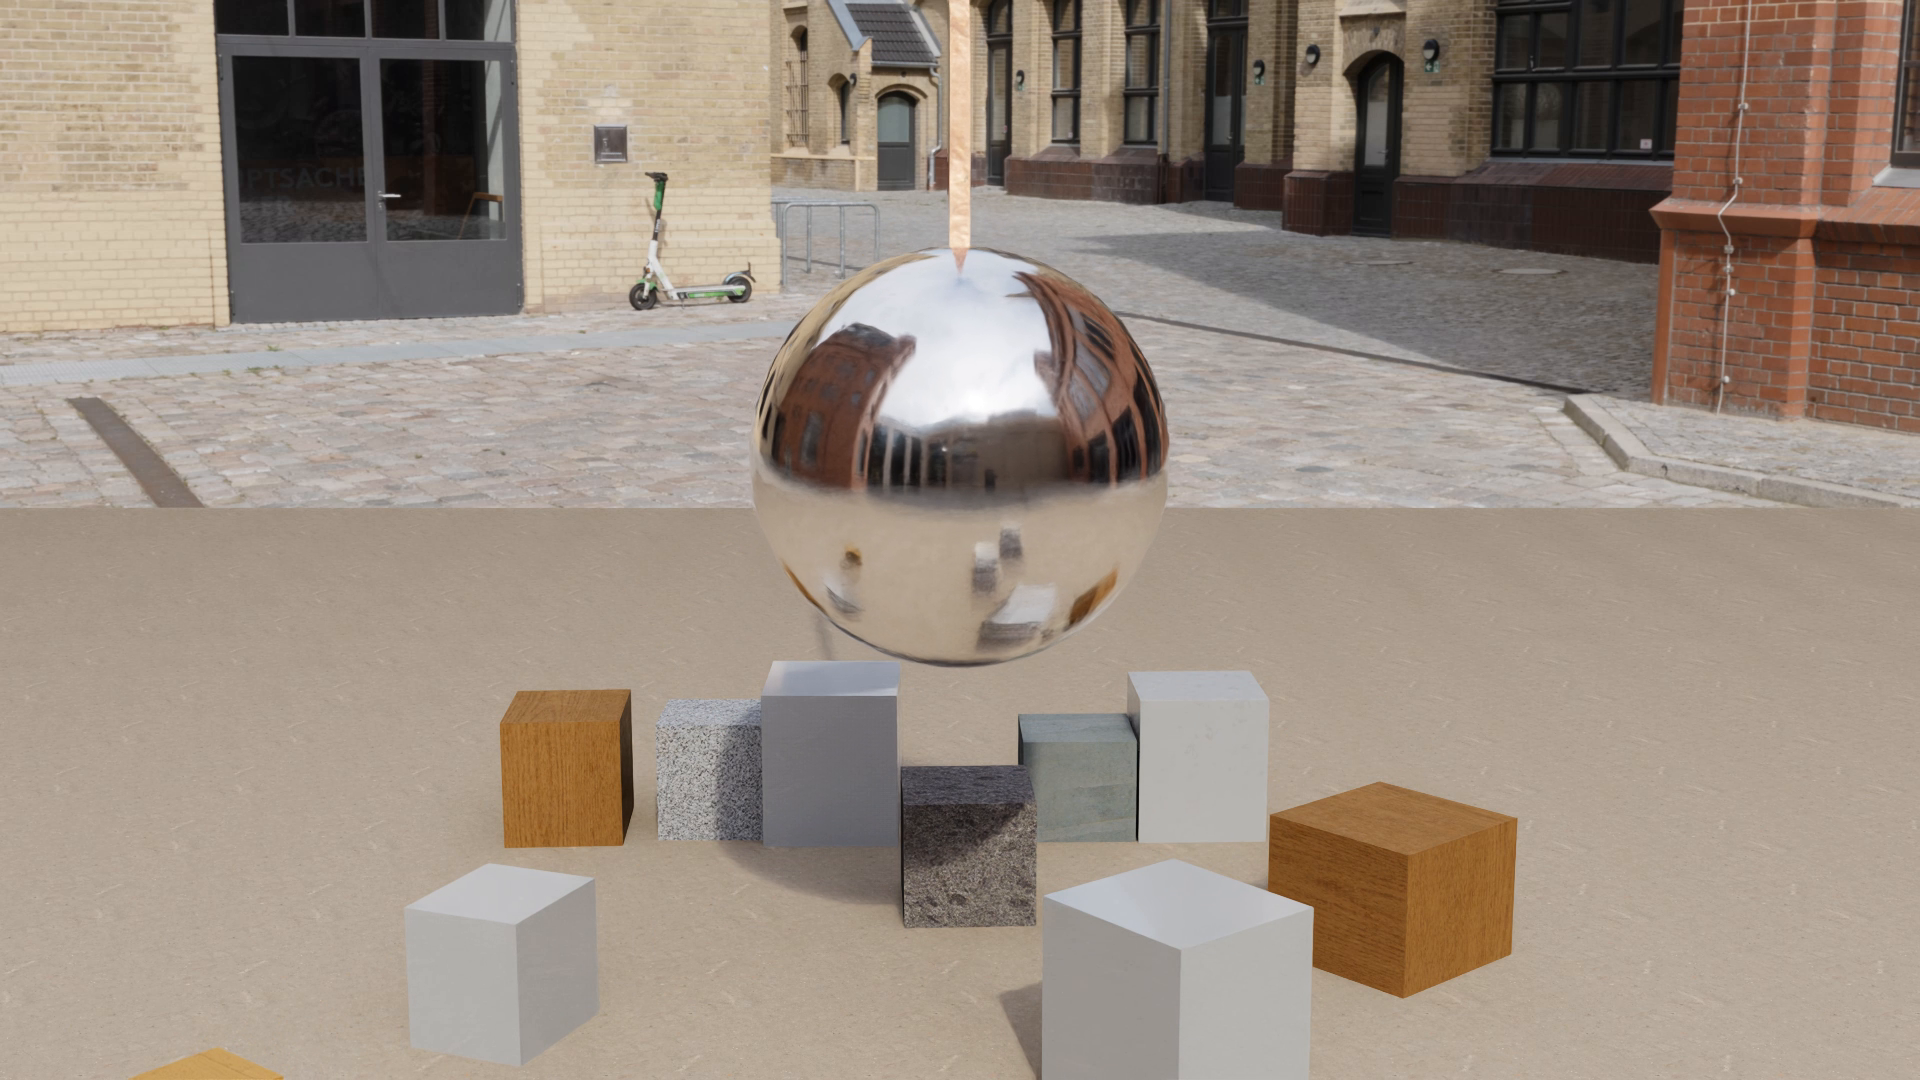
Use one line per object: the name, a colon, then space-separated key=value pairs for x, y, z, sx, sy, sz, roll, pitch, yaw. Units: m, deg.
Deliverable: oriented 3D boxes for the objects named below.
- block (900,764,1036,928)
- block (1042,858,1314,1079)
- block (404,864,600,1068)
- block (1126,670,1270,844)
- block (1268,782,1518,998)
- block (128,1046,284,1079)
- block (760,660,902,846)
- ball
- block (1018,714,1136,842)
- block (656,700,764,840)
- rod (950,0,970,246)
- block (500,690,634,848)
block: x=0.031 y=1.411 z=10.189 sx=0.597 sy=0.579 sz=0.614 roll=-1 pitch=10 yaw=-3
block: x=0.795 y=1.696 z=8.107 sx=0.677 sy=0.762 sz=0.716 roll=-8 pitch=13 yaw=-39
block: x=-1.812 y=1.676 z=8.741 sx=0.505 sy=0.575 sz=0.576 roll=4 pitch=11 yaw=21
block: x=1.217 y=1.112 z=11.374 sx=0.647 sy=0.742 sz=0.613 roll=0 pitch=10 yaw=-2
block: x=1.877 y=1.501 z=9.577 sx=0.763 sy=0.619 sz=0.742 roll=-9 pitch=14 yaw=-41
block: x=-2.550 y=2.005 z=7.451 sx=0.388 sy=0.388 sz=0.354 roll=8 pitch=13 yaw=38
block: x=-0.651 y=1.093 z=11.369 sx=0.677 sy=0.783 sz=0.741 roll=0 pitch=10 yaw=0
ball: x=0.000 y=-0.314 z=8.369 sx=1.600 sy=1.600 sz=1.600 roll=0 pitch=10 yaw=0
block: x=0.598 y=1.223 z=11.370 sx=0.571 sy=0.525 sz=0.557 roll=0 pitch=10 yaw=-1
block: x=-1.266 y=1.182 z=11.376 sx=0.534 sy=0.603 sz=0.525 roll=0 pitch=10 yaw=0
rod: x=0.000 y=-3.573 z=9.337 sx=0.080 sy=5.200 sz=0.080 roll=0 pitch=-17 yaw=0
block: x=-2.014 y=1.168 z=11.333 sx=0.591 sy=0.647 sz=0.658 roll=-1 pitch=10 yaw=-3
